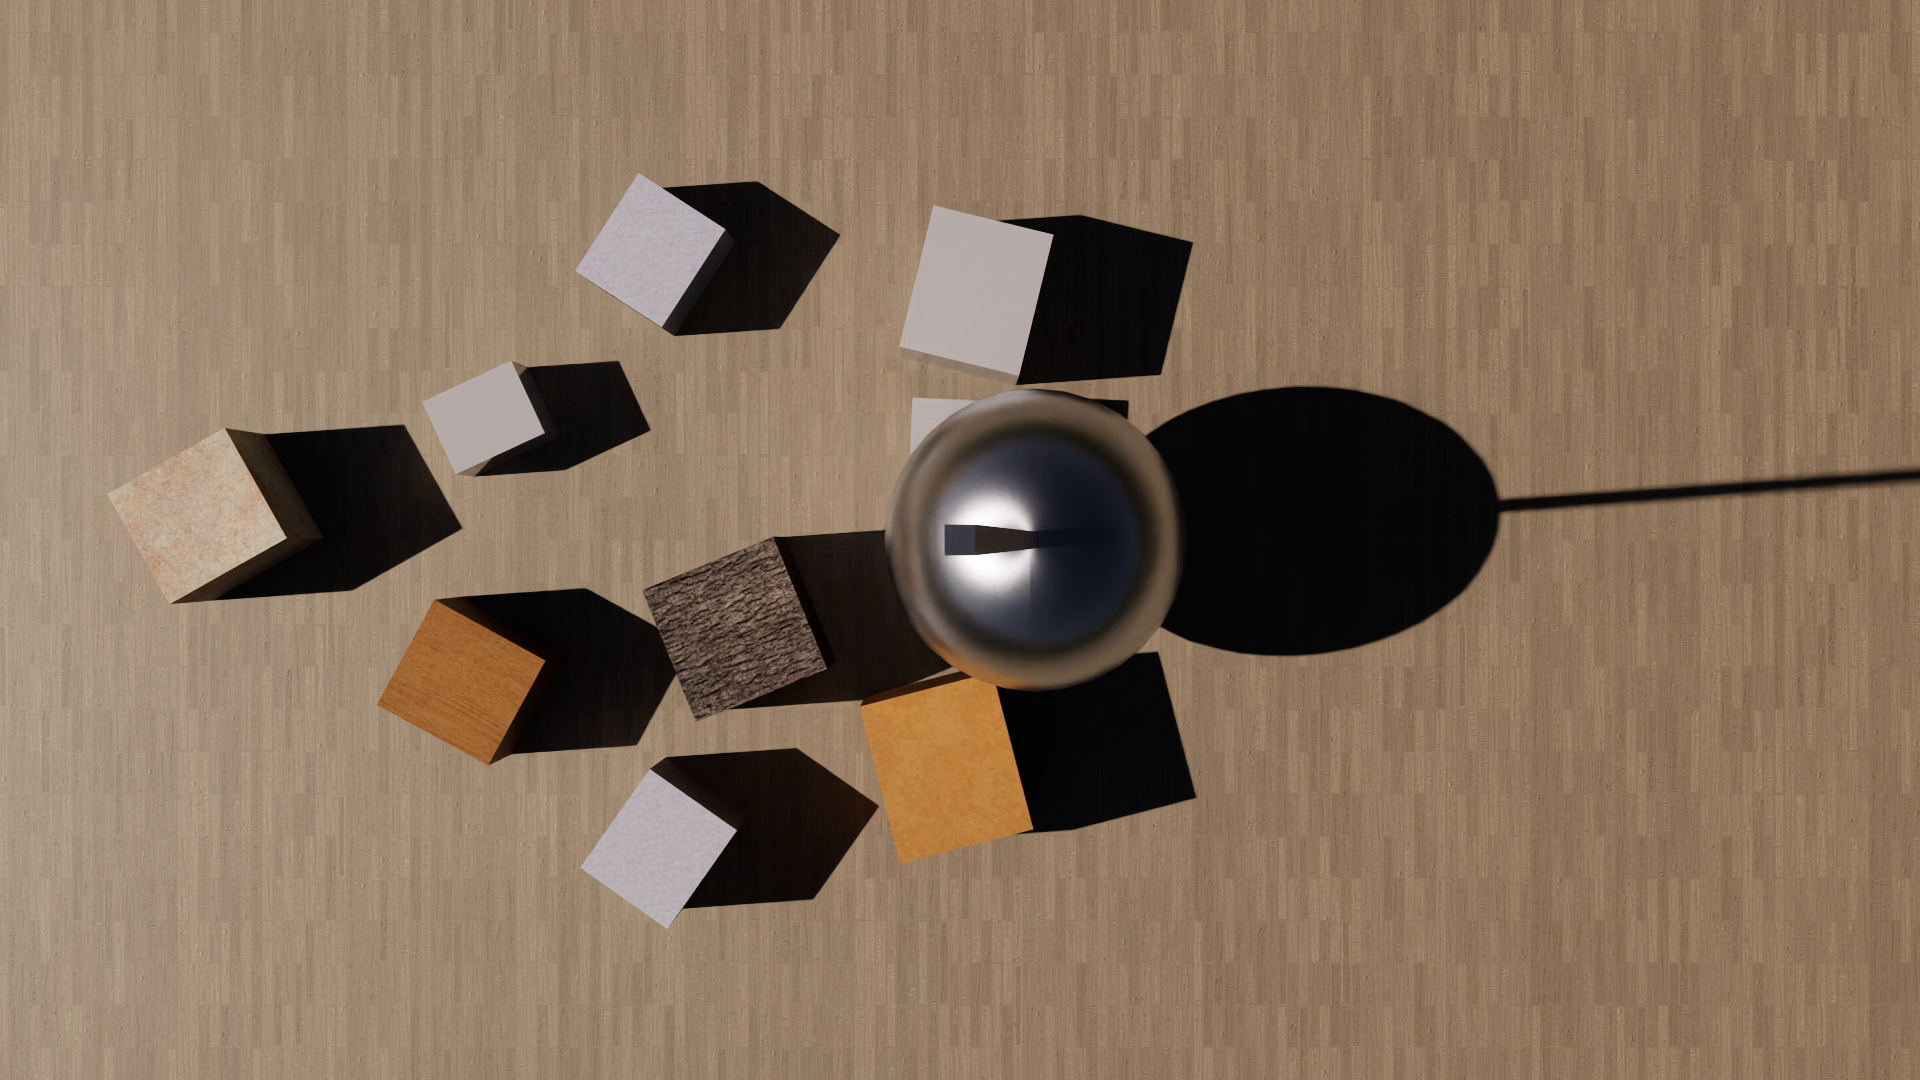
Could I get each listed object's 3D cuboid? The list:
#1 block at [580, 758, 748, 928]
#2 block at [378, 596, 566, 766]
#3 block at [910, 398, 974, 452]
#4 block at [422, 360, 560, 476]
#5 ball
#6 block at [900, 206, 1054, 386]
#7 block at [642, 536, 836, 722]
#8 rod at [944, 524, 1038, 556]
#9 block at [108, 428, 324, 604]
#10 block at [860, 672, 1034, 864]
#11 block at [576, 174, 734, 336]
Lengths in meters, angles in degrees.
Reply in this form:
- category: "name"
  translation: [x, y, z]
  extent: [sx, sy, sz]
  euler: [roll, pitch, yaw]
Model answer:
- category: "block"
  translation: [-1.689, 1.731, 12.660]
  extent: [0.598, 0.679, 0.677]
  euler: [35, 90, 0]
- category: "block"
  translation: [-2.802, 0.801, 12.675]
  extent: [0.713, 0.651, 0.672]
  euler: [29, 90, 0]
- category: "block"
  translation: [0.003, -0.462, 12.695]
  extent: [0.572, 0.610, 0.656]
  euler: [3, 90, 0]
- category: "block"
  translation: [-2.715, -0.698, 12.763]
  extent: [0.560, 0.474, 0.454]
  euler: [-25, 90, 0]
- category: "ball"
  translation: [0.397, 0.000, 11.609]
  extent: [1.600, 1.600, 1.600]
  euler: [0, 90, 0]
- category: "block"
  translation: [0.091, -1.389, 12.623]
  extent: [0.687, 0.754, 0.808]
  euler: [14, 90, 0]
- category: "block"
  translation: [-1.247, 0.495, 12.584]
  extent: [0.783, 0.832, 0.791]
  euler: [-22, 90, 0]
- category: "rod"
  translation: [0.172, 0.000, 8.216]
  extent: [0.080, 5.200, 0.080]
  euler: [0, 90, 4]
- category: "block"
  translation: [-4.261, -0.134, 12.640]
  extent: [0.752, 0.721, 0.706]
  euler: [-29, 90, 0]
- category: "block"
  translation: [-0.075, 1.257, 12.564]
  extent: [0.759, 0.873, 0.895]
  euler: [-15, 90, 0]
- category: "block"
  translation: [-1.754, -1.642, 12.726]
  extent: [0.586, 0.547, 0.662]
  euler: [33, 90, 0]
